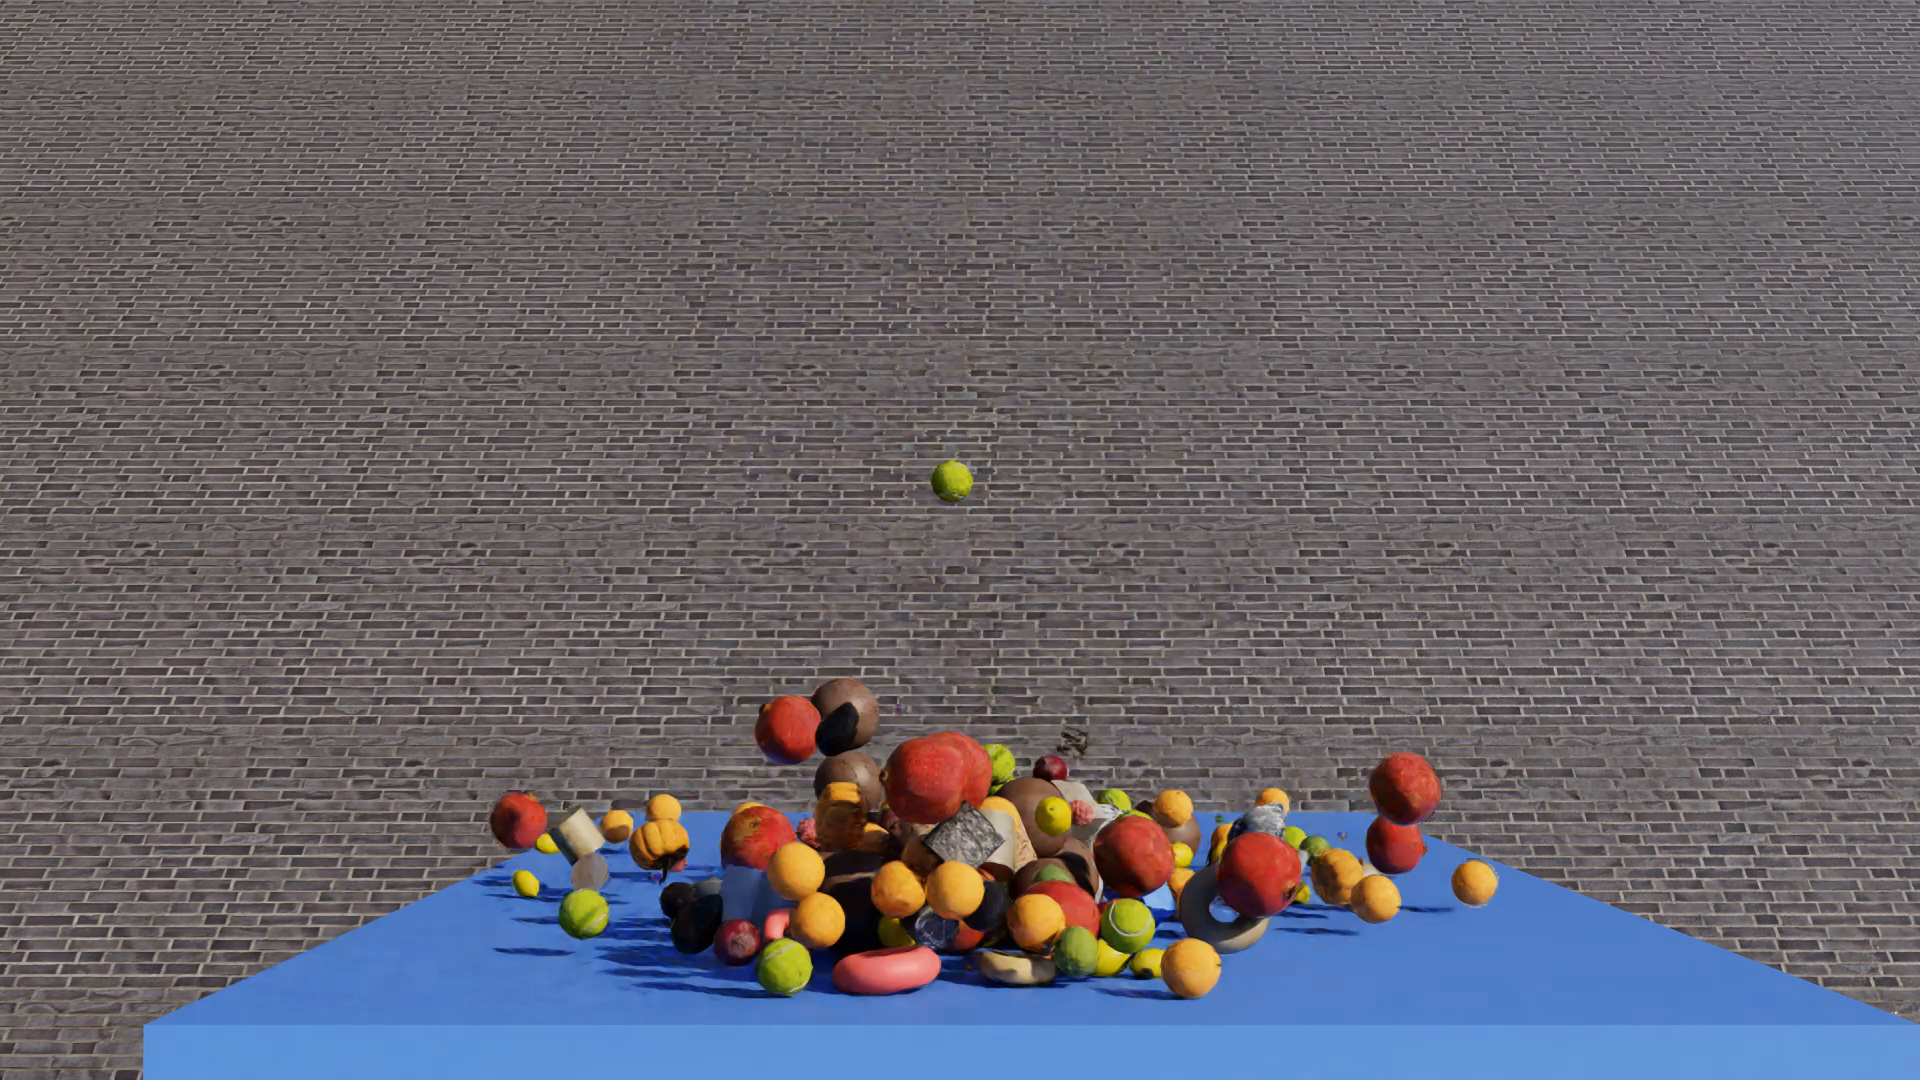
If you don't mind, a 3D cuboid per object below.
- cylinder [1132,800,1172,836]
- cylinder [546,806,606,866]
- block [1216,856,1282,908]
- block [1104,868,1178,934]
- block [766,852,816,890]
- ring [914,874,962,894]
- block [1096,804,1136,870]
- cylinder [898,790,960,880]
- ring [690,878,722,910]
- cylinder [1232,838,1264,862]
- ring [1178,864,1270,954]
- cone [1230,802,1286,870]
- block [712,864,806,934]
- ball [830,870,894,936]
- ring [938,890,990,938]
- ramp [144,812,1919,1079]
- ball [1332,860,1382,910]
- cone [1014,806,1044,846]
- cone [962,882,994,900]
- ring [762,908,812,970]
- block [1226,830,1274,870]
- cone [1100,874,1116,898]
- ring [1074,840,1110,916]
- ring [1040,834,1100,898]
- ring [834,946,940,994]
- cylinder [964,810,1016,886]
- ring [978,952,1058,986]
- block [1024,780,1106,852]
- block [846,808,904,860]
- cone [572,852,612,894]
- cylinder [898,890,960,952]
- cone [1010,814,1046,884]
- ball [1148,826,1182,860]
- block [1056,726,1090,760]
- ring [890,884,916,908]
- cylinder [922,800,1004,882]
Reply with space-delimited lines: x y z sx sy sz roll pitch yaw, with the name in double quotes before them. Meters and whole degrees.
"cylinder" 0.388 0.564 5.260 0.057 0.057 0.057 30 17 -40
"cylinder" -0.684 0.526 4.633 0.076 0.076 0.076 -33 9 6
"block" 0.411 0.510 3.794 0.070 0.070 0.070 26 -13 -22
"block" 0.267 0.533 3.841 0.066 0.066 0.066 14 44 -40
"block" -0.301 0.589 4.632 0.063 0.063 0.063 -2 -3 42
"ring" -0.033 0.537 3.998 0.040 0.120 0.120 4 35 26
"block" 0.240 0.513 4.492 0.083 0.083 0.083 3 20 -30
"cylinder" -0.039 0.429 3.787 0.094 0.094 0.094 -5 54 -6
"ring" -0.374 0.582 4.268 0.141 0.047 0.141 1 -3 0
"cylinder" 0.483 0.506 4.345 0.054 0.054 0.054 5 71 7
"ring" 0.361 0.502 3.548 0.126 0.042 0.126 -1 65 1
"cone" 0.483 0.475 4.040 0.097 0.097 0.097 -14 57 -18
"block" -0.273 0.494 3.545 0.080 0.080 0.080 23 -15 -40
"ball" -0.146 0.539 3.855 0.096 0.096 0.096 0 37 0
"ring" 0.000 0.555 3.861 0.092 0.031 0.092 9 31 -5
"ramp" 0.081 0.684 4.924 2.000 0.100 4.000 0 -3 0
"ball" 0.648 0.563 4.243 0.082 0.082 0.082 0 37 0
"cone" 0.164 0.647 5.701 0.093 0.093 0.093 29 45 26
"cone" 0.019 0.569 4.201 0.082 0.082 0.082 17 32 -21
"ring" -0.226 0.521 3.403 0.028 0.083 0.083 -22 25 32
"block" 0.504 0.534 4.507 0.061 0.061 0.061 -26 29 17
"cone" 0.240 0.587 4.374 0.053 0.053 0.053 31 86 34
"ring" 0.207 0.530 4.089 0.040 0.121 0.121 11 38 5
"ring" 0.191 0.543 4.400 0.122 0.122 0.041 -14 6 -18
"ring" -0.091 0.534 3.229 0.135 0.045 0.135 -7 -3 0
"cylinder" 0.037 0.434 3.669 0.081 0.081 0.081 1 58 2
"ring" 0.073 0.543 3.298 0.101 0.034 0.101 6 -3 0
"block" 0.173 0.456 4.295 0.081 0.081 0.081 12 34 -45
"block" -0.165 0.603 5.328 0.098 0.098 0.098 -2 -3 41
"cone" -0.604 0.569 4.374 0.072 0.072 0.072 -10 66 23
"cylinder" -0.040 0.489 3.341 0.061 0.061 0.061 -13 17 -17
"cone" 0.082 0.444 3.788 0.095 0.095 0.095 4 3 0
"ball" 0.418 0.615 5.298 0.070 0.070 0.070 0 37 0
"block" 0.214 0.383 4.918 0.052 0.052 0.052 15 0 3
"ring" -0.082 0.590 4.304 0.099 0.033 0.099 1 -1 0
"cylinder" 0.004 0.382 3.303 0.074 0.074 0.074 -44 50 -9
